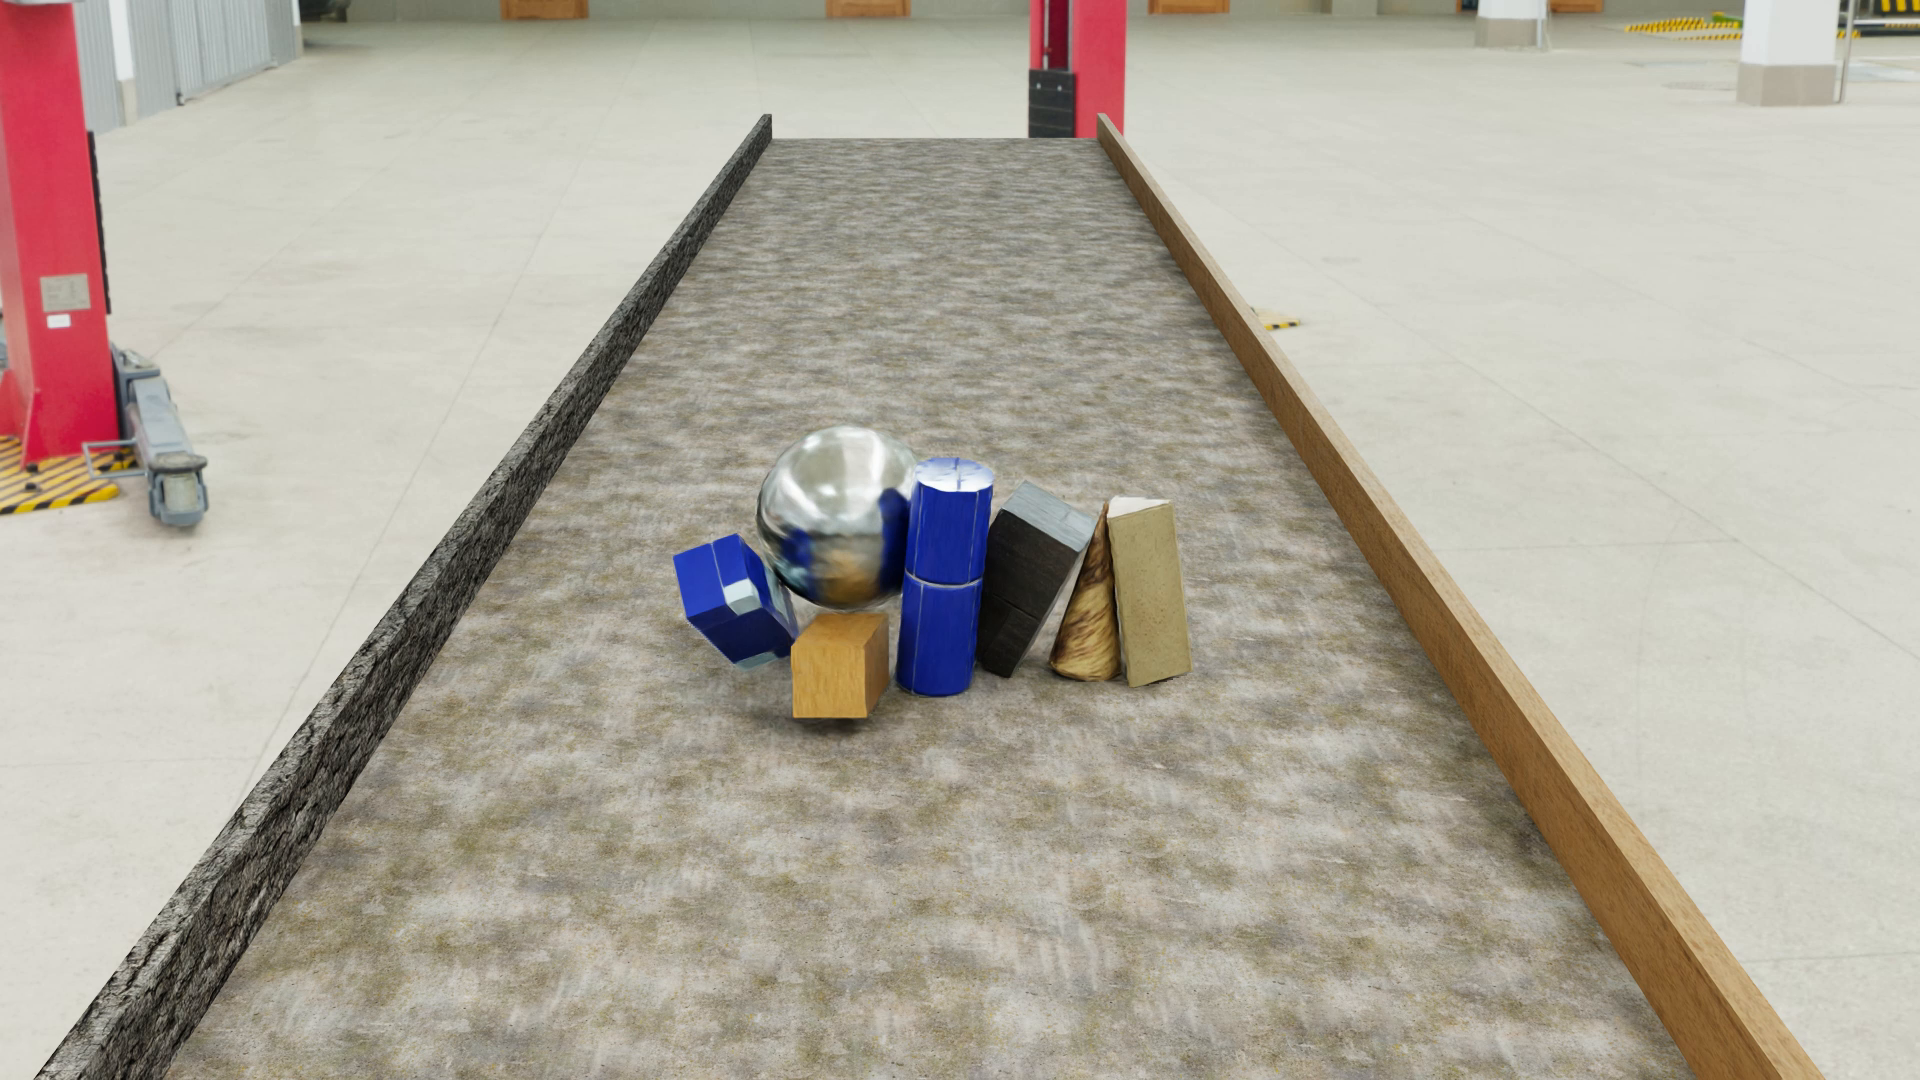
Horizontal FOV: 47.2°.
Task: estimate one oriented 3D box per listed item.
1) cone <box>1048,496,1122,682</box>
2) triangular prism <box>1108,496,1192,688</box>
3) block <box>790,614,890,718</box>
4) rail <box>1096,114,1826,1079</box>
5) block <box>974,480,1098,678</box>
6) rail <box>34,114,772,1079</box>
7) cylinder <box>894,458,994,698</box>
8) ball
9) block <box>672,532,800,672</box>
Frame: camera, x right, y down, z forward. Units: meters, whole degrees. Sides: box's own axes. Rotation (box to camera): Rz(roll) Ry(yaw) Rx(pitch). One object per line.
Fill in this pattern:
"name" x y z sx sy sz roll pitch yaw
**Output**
"cone" 0.266 0.081 4.296 0.150 0.360 0.150 5 21 -2
"triangular prism" 0.346 0.093 4.285 0.134 0.348 0.116 -15 18 -19
"block" -0.220 0.232 4.117 0.133 0.133 0.304 -1 9 6
"rail" 0.932 -0.844 7.801 0.050 0.150 12.000 0 17 -1
"block" 0.112 0.077 4.326 0.173 0.312 0.173 30 26 5
"rail" -1.118 -0.838 7.780 0.050 0.150 12.000 0 17 -1
"cylinder" -0.031 0.073 4.176 0.151 0.438 0.151 5 26 -2
"ball" -0.218 -0.043 4.311 0.364 0.364 0.364 0 17 0
"block" -0.421 0.123 4.208 0.130 0.130 0.318 -19 -25 6
